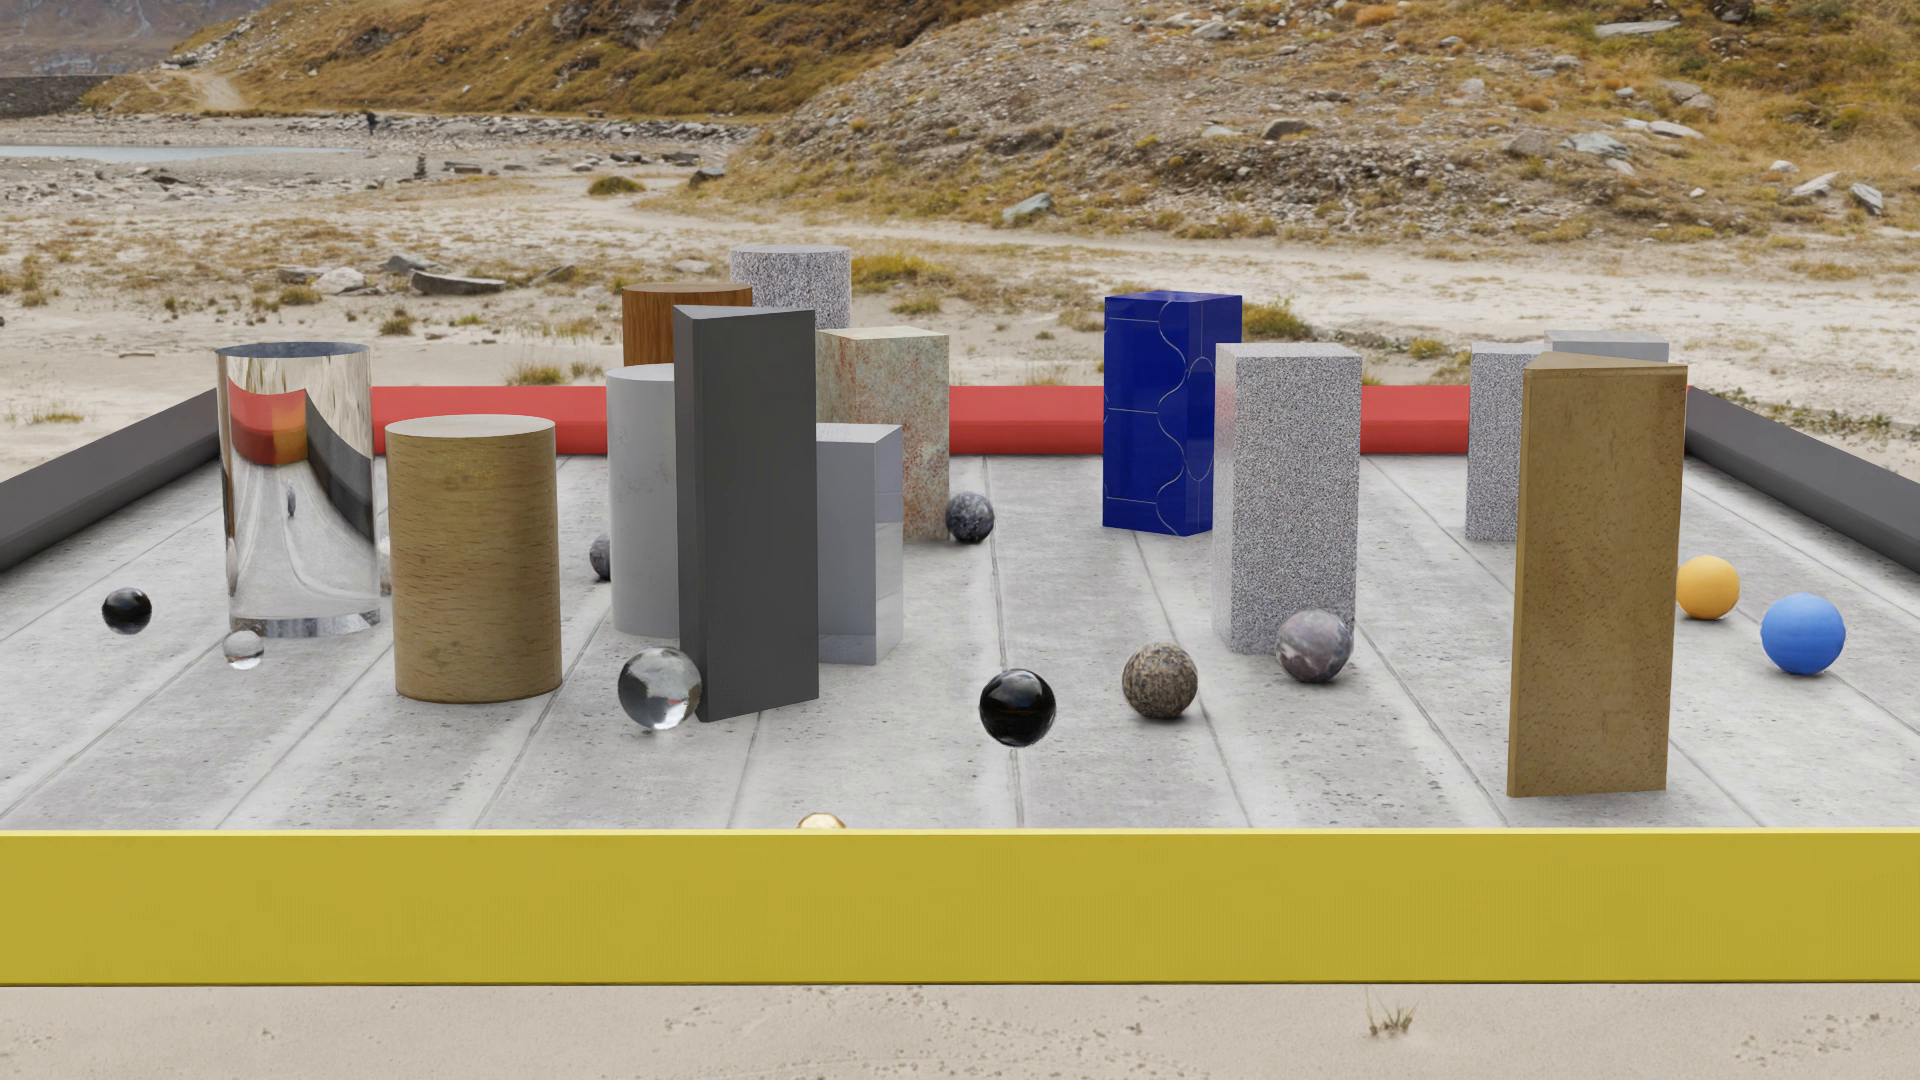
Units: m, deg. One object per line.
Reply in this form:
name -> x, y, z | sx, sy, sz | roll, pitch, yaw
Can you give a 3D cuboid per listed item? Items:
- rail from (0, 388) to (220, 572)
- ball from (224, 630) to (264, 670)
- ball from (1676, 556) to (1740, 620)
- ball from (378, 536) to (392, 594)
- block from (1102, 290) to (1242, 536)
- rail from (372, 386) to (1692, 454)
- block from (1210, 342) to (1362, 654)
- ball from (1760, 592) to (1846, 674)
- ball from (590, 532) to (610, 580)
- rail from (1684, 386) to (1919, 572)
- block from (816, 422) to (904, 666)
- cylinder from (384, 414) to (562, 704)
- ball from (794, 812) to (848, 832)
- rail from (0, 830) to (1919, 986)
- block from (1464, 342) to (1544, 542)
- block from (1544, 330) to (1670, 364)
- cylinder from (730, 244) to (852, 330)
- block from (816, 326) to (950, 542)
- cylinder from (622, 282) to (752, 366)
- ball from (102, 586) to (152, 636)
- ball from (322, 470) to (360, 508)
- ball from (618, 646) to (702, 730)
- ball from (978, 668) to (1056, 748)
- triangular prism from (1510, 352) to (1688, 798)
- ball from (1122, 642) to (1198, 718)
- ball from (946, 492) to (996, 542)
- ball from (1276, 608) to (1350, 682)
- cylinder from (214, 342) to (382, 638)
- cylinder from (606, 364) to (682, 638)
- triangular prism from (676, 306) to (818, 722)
rail -> -1.369, 0.034, 3.441 | 0.045, 0.127, 2.858 | 0, 11, 0
ball -> -0.873, 0.134, 3.127 | 0.048, 0.048, 0.048 | 0, 11, 0
ball -> 0.993, 0.063, 3.408 | 0.085, 0.085, 0.085 | 0, 11, 0
ball -> -0.785, 0.035, 3.574 | 0.081, 0.081, 0.081 | 0, 11, 0
block -> 0.337, -0.205, 4.081 | 0.157, 0.366, 0.157 | 8, 13, 37
rail -> -0.008, -0.223, 4.831 | 2.785, 0.127, 0.045 | 0, 11, 0
block -> 0.412, -0.056, 3.261 | 0.157, 0.373, 0.157 | -1, 11, -3
ball -> 1.019, 0.113, 3.102 | 0.098, 0.098, 0.098 | 0, 11, 0
ball -> -0.496, 0.022, 3.672 | 0.069, 0.069, 0.069 | 0, 11, 0
rail -> 1.369, 0.031, 3.457 | 0.045, 0.127, 2.858 | 0, 11, 0
block -> -0.165, 0.001, 3.215 | 0.157, 0.276, 0.157 | 2, 11, 11
cylinder -> -0.572, 0.019, 3.025 | 0.196, 0.311, 0.196 | 0, 11, 0
ball -> -0.127, 0.275, 2.354 | 0.052, 0.052, 0.052 | 0, 11, 0
rail -> 0.008, 0.289, 2.067 | 2.785, 0.127, 0.045 | 0, 11, 0
block -> 0.876, -0.155, 4.019 | 0.157, 0.291, 0.157 | 2, 11, 10
block -> 0.911, -0.117, 3.653 | 0.157, 0.349, 0.157 | 2, 11, 8
cylinder -> -0.273, -0.255, 4.165 | 0.196, 0.434, 0.196 | 0, 11, 0
block -> -0.121, -0.165, 3.997 | 0.157, 0.318, 0.157 | -5, 12, -26
cylinder -> -0.412, -0.188, 3.908 | 0.196, 0.396, 0.196 | 0, 11, 0
ball -> -1.076, 0.092, 3.314 | 0.063, 0.063, 0.063 | 0, 11, 0
ball -> -1.030, -0.085, 4.265 | 0.063, 0.063, 0.063 | 0, 11, 0
ball -> -0.333, 0.163, 2.844 | 0.093, 0.093, 0.093 | 0, 11, 0
ball -> 0.062, 0.181, 2.770 | 0.085, 0.085, 0.085 | 0, 11, 0
triangular prism -> 0.624, 0.030, 2.631 | 0.170, 0.433, 0.147 | -2, 11, -10
ball -> 0.226, 0.158, 2.892 | 0.086, 0.086, 0.086 | 0, 11, 0
ball -> 0.016, -0.035, 3.957 | 0.077, 0.077, 0.077 | 0, 11, 0
ball -> 0.422, 0.126, 3.063 | 0.088, 0.088, 0.088 | 0, 11, 0
cylinder -> -0.865, -0.069, 3.362 | 0.196, 0.362, 0.196 | 0, 11, 0
cylinder -> -0.362, -0.055, 3.365 | 0.196, 0.333, 0.196 | 0, 11, 0
triangular prism -> -0.277, -0.038, 2.945 | 0.170, 0.453, 0.147 | -10, 14, -43
